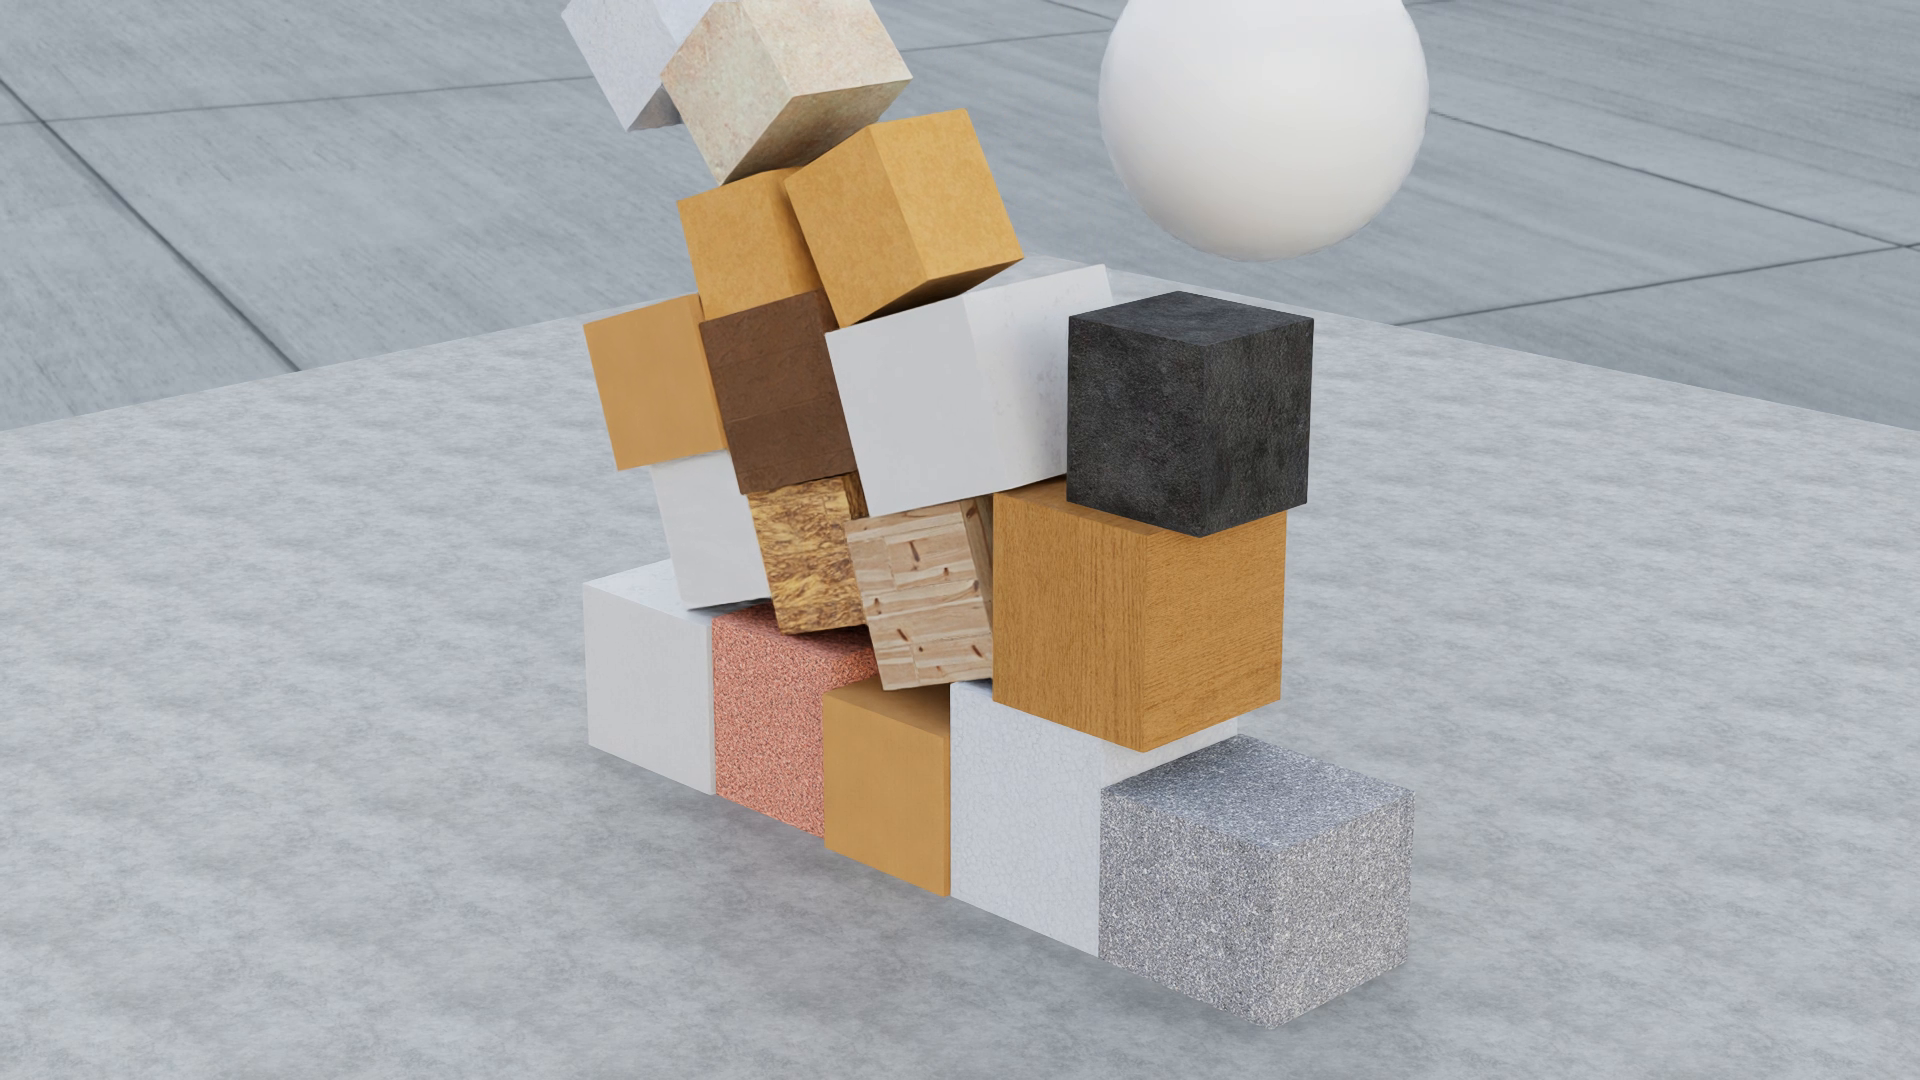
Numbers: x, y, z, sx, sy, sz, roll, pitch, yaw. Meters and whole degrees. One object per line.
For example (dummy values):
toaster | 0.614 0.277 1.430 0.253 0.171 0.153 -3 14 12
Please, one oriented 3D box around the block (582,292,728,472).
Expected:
block | -1.193 -0.828 14.344 0.813 0.738 0.852 -17 5 -42

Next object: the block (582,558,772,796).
block | -1.262 0.644 14.840 0.843 0.872 0.960 -17 24 -42

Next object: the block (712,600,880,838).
block | -0.602 0.814 14.234 0.831 0.912 0.846 -17 24 -42

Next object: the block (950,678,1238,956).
block | 0.593 1.121 13.080 0.900 1.018 0.896 17 24 42

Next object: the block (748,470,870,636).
block | -0.450 0.006 13.821 0.689 0.689 0.695 -17 5 -42

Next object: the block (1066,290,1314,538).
block | 0.952 -0.538 12.193 0.692 0.795 0.736 -17 24 -42

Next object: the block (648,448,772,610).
block | -0.967 -0.122 14.304 0.682 0.732 0.679 -17 5 -42

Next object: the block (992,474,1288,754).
block | 0.768 0.246 12.596 0.899 0.943 0.871 -17 24 -42

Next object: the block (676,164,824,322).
block | -0.803 -1.415 13.732 0.677 0.578 0.649 -17 4 -43

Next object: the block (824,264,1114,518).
block | 0.118 -0.659 12.995 0.888 0.843 0.917 -17 4 -43

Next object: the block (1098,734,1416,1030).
block | 1.257 1.430 12.485 0.919 0.785 0.954 -17 24 -42

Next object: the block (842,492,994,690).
block | 0.108 0.171 13.290 0.803 0.789 0.788 -17 4 -42

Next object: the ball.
ball | 1.467 -2.143 14.206 1.600 1.600 1.600 0 17 0

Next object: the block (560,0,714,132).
block | -1.378 -2.457 14.100 0.648 0.699 0.597 -16 -20 -43

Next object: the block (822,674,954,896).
block | -0.029 1.062 13.681 0.917 0.771 0.794 -17 24 -42

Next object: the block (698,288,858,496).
block | -0.574 -0.744 13.707 0.759 0.829 0.864 -17 4 -42

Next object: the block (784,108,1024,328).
block | -0.253 -1.436 13.130 0.614 0.728 0.634 -18 -5 -43

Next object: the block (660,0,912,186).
block | -0.808 -2.141 13.557 0.732 0.629 0.714 -17 -18 -42
